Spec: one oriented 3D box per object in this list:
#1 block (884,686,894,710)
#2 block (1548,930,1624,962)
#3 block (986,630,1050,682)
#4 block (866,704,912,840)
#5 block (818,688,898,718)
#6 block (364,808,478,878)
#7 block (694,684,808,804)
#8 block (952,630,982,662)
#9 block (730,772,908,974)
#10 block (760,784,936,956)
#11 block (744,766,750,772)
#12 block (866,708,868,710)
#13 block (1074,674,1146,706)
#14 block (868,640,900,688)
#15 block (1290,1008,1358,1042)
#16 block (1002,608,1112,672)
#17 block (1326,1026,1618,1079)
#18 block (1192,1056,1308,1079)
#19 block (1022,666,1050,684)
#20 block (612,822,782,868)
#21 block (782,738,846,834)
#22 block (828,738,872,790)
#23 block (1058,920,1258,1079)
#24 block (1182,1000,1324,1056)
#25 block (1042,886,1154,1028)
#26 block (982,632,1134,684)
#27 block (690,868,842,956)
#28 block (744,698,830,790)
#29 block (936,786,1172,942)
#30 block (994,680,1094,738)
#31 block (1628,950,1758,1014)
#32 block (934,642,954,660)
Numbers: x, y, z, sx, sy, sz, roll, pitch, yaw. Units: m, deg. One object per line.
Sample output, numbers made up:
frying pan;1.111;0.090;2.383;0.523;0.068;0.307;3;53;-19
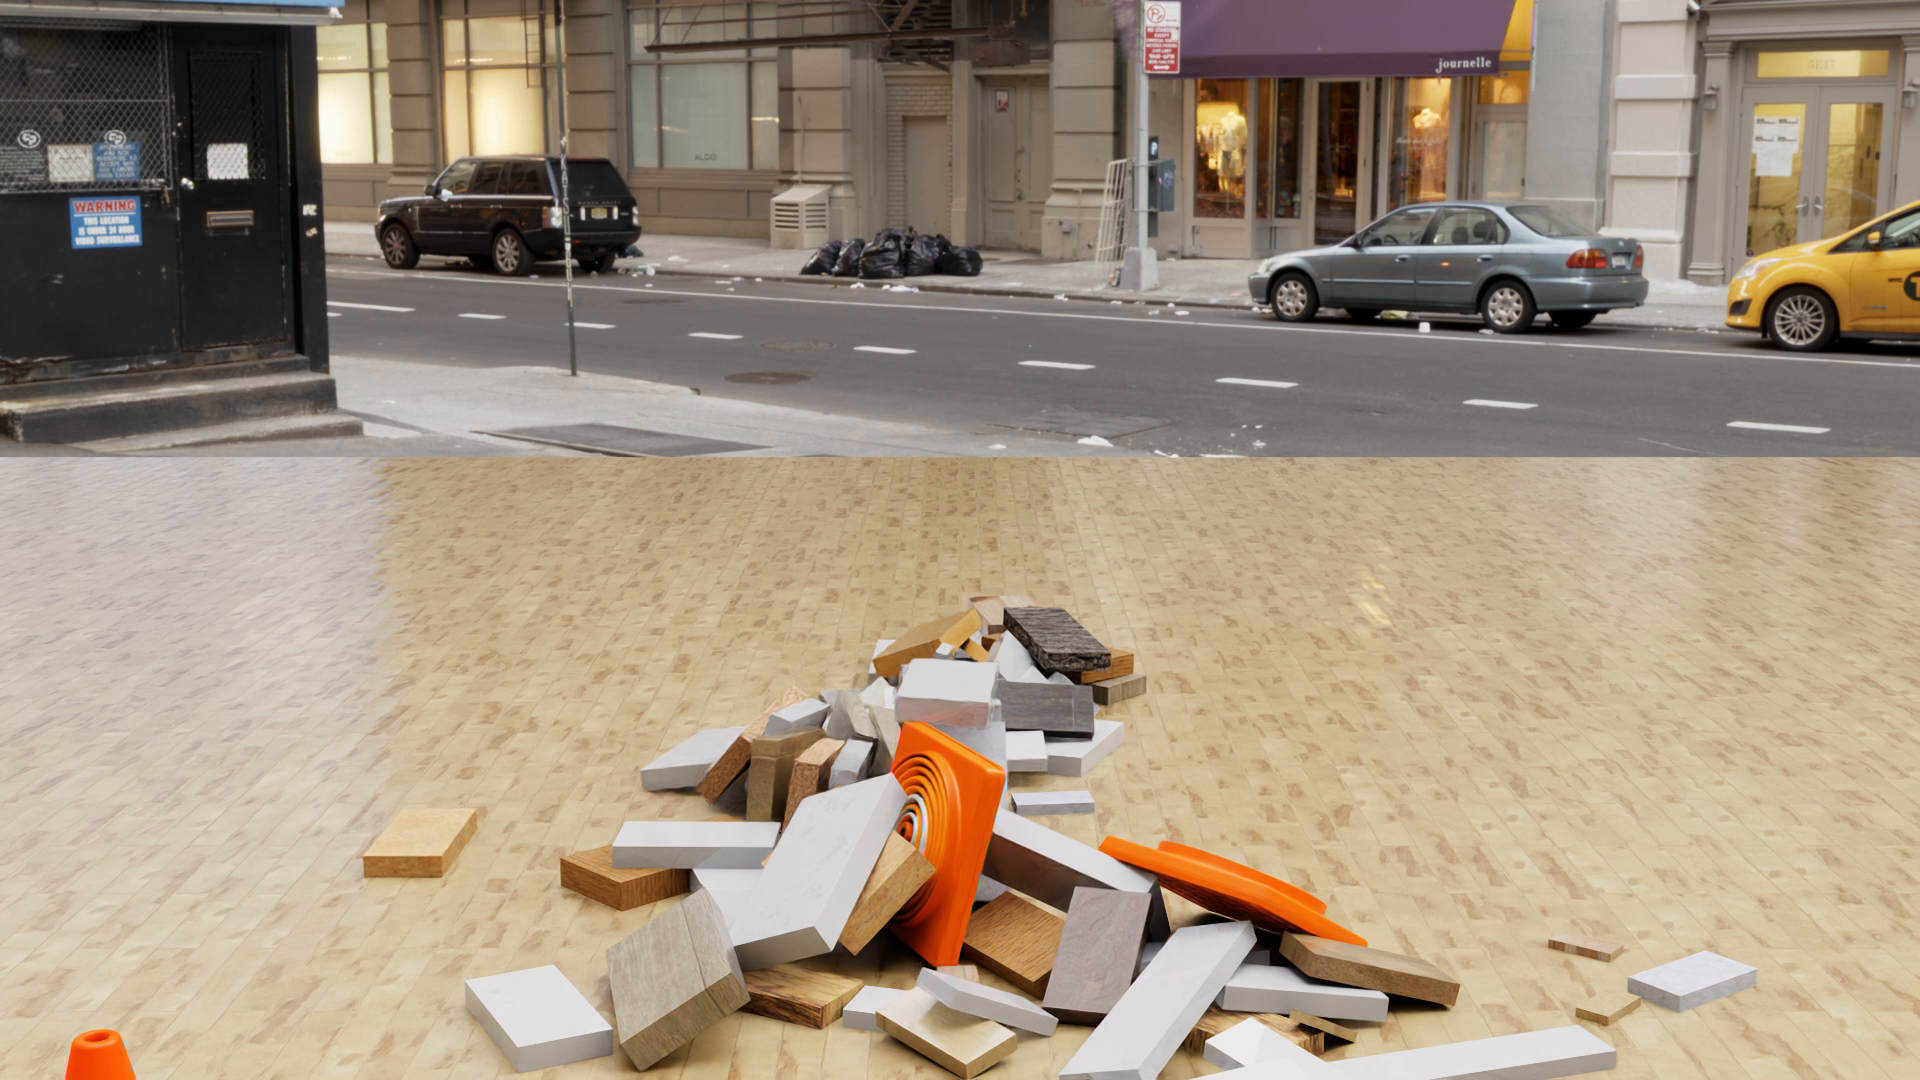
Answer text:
block;-0.143;0.360;4.391;0.019;0.067;0.133;1;32;-1
block;0.971;0.630;3.413;0.101;0.014;0.050;8;13;38
block;0.127;0.305;4.737;0.046;0.163;0.434;-44;2;9
block;-0.140;0.441;4.018;0.045;0.159;0.488;15;8;-11
block;-0.207;0.357;4.749;0.177;0.025;0.089;-1;28;-23
block;-0.948;0.532;3.877;0.134;0.038;0.267;0;10;0
block;-0.395;0.388;4.213;0.042;0.149;0.298;41;21;2
block;0.065;0.267;5.282;0.163;0.046;0.326;0;11;-1
block;-0.216;0.499;3.316;0.176;0.050;0.352;-19;24;30
block;-0.178;0.508;3.422;0.176;0.050;0.352;-45;23;-9
block;-0.358;0.428;4.482;0.074;0.021;0.264;5;11;23
block;-0.173;0.391;4.345;0.019;0.067;0.133;1;19;-22
block;0.267;0.319;5.015;0.285;0.040;0.143;9;14;40
block;-0.120;0.294;5.133;0.166;0.047;0.332;0;11;2
block;0.505;0.674;3.051;0.050;0.014;0.101;11;-13;43
block;0.216;0.224;5.024;0.143;0.040;0.483;0;10;-10
block;0.507;0.719;2.902;0.778;0.026;0.091;-4;11;-18
block;0.300;0.720;2.727;0.298;0.033;0.117;-9;27;-16
block;0.173;0.329;4.595;0.104;0.029;0.207;45;9;-3
block;-0.441;0.514;3.707;0.267;0.038;0.134;0;11;1
block;-0.257;0.448;3.863;0.045;0.158;0.317;10;3;5
block;-0.201;0.454;3.848;0.045;0.159;0.319;11;4;2
block;0.280;0.640;3.030;0.117;0.033;0.447;-12;10;30
block;0.378;0.684;3.071;0.117;0.033;0.234;-10;15;-43
block;0.203;0.607;3.203;0.117;0.033;0.234;3;38;16
block;0.222;0.264;5.053;0.166;0.047;0.332;-8;14;-41
block;-0.317;0.590;3.537;0.174;0.049;0.347;-3;11;-17
block;-0.327;0.392;4.192;0.042;0.149;0.298;21;5;9
block;0.145;0.516;3.442;0.382;0.158;0.045;20;57;30
block;0.165;0.344;4.452;0.210;0.105;0.030;4;-30;-9
block;1.085;0.653;3.258;0.183;0.026;0.091;-7;13;-35
block;-0.053;0.314;4.666;0.025;0.177;0.089;15;12;6
